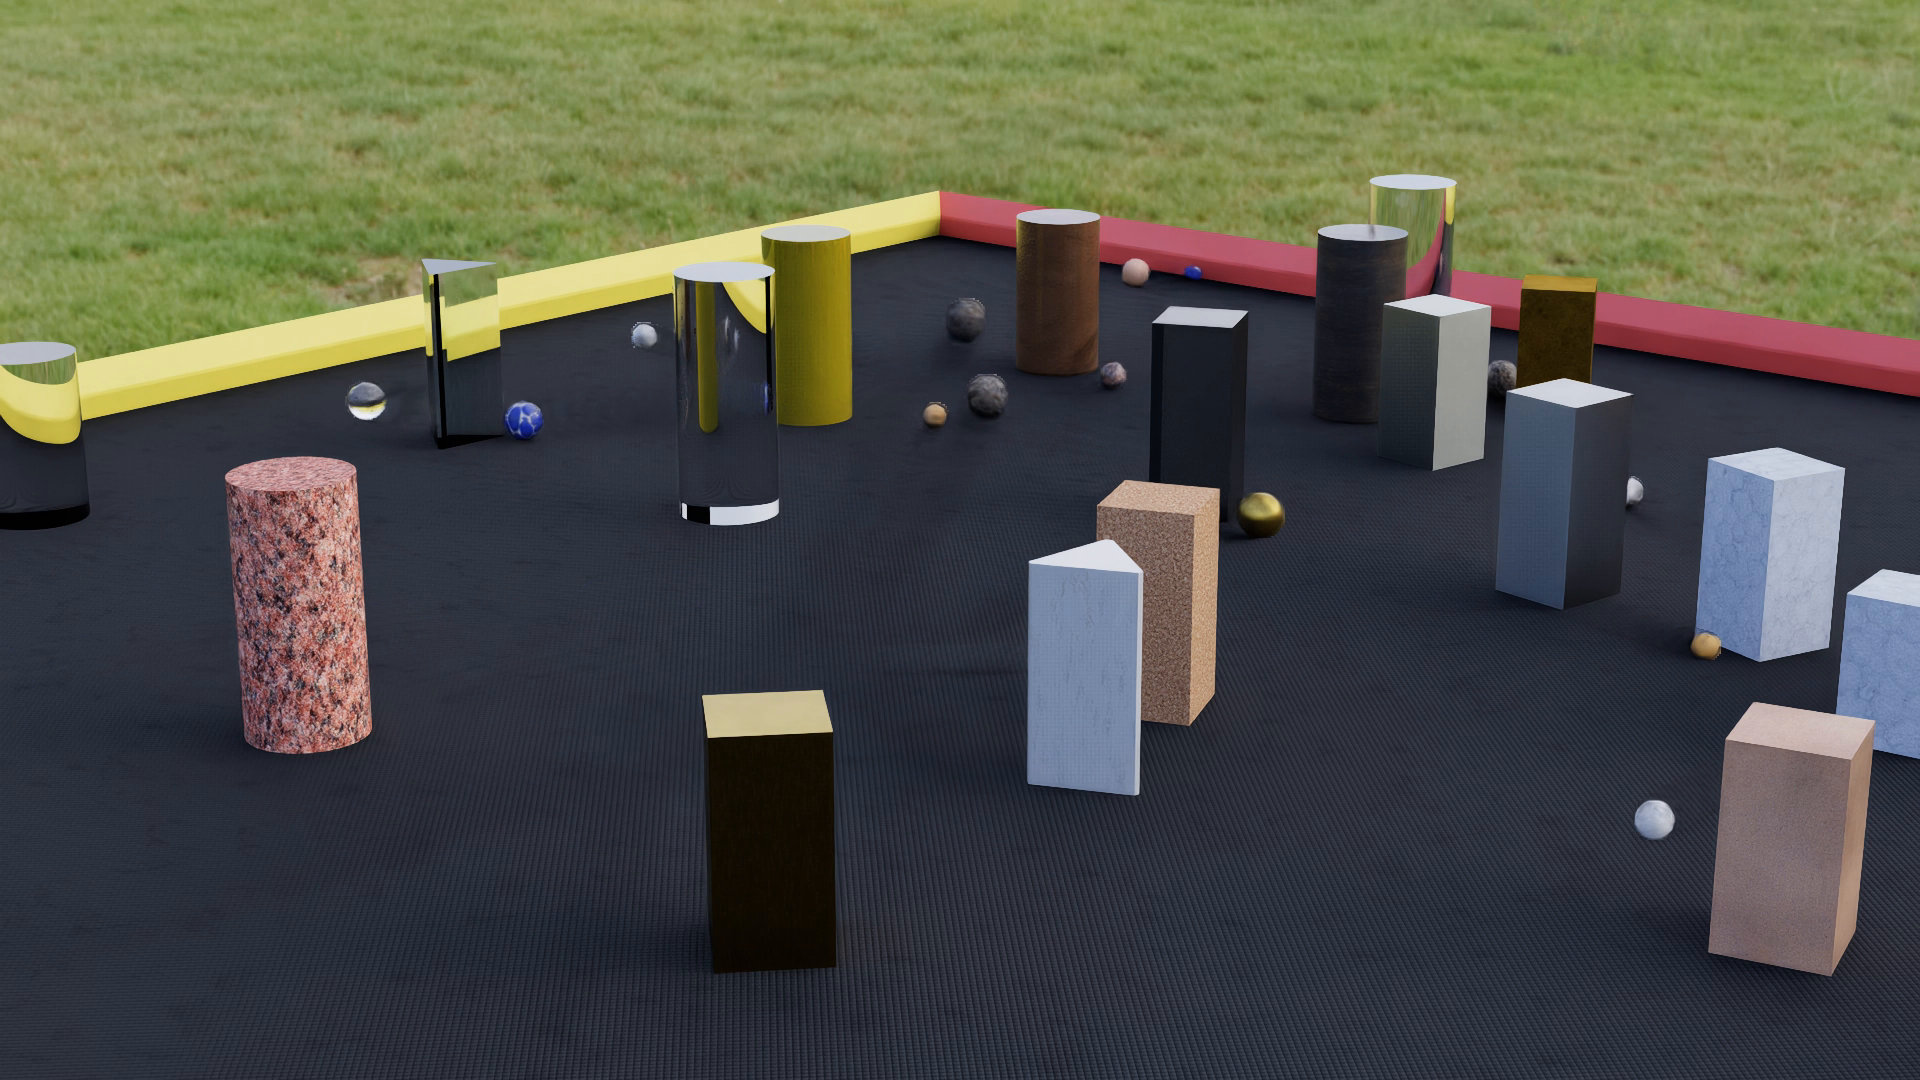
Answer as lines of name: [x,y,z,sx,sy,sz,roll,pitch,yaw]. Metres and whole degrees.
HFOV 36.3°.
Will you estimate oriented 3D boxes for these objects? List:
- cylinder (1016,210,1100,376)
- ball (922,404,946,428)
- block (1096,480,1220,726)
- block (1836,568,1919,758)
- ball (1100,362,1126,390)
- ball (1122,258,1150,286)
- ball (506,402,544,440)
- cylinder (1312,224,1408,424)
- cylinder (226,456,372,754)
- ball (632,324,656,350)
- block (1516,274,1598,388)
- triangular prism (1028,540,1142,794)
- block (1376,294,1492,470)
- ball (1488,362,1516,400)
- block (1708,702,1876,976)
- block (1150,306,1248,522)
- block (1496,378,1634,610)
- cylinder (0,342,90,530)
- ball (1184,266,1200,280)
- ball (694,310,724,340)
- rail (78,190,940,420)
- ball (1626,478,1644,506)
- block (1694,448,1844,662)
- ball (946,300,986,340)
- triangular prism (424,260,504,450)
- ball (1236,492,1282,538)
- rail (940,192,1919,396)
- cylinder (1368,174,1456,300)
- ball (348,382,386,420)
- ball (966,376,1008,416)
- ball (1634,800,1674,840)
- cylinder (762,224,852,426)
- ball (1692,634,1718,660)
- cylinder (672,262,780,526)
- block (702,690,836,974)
cylinder: [0.224,-0.567,6.712,0.191,0.351,0.191,0,17,0]
ball: [-0.054,-0.262,6.223,0.050,0.050,0.050,0,17,0]
block: [0.305,0.096,4.542,0.153,0.337,0.153,6,18,18]
block: [1.428,0.187,4.419,0.153,0.234,0.153,12,21,34]
ball: [0.342,-0.367,6.553,0.060,0.060,0.060,0,17,0]
ball: [0.456,-0.694,7.613,0.073,0.073,0.073,0,17,0]
ball: [-0.911,-0.251,6.133,0.080,0.080,0.080,0,17,0]
cylinder: [0.857,-0.463,6.288,0.191,0.397,0.191,0,17,0]
cylinder: [-0.994,0.097,4.416,0.191,0.408,0.191,0,17,0]
ball: [-0.747,-0.480,6.931,0.058,0.058,0.058,0,17,0]
block: [1.277,-0.407,6.284,0.153,0.292,0.153,4,17,13]
triangular prism: [0.197,0.180,4.264,0.165,0.336,0.143,5,18,16]
block: [0.963,-0.322,5.959,0.153,0.317,0.153,-13,21,-37]
ball: [1.194,-0.352,6.463,0.084,0.084,0.084,0,17,0]
block: [1.050,0.375,3.702,0.153,0.288,0.153,9,19,26]
block: [0.454,-0.241,5.586,0.153,0.377,0.153,5,17,16]
block: [1.048,-0.082,5.091,0.153,0.358,0.153,-13,21,-37]
cylinder: [-1.758,-0.198,5.547,0.191,0.319,0.191,0,17,0]
ball: [0.609,-0.701,7.690,0.041,0.041,0.041,0,17,0]
ball: [-0.601,-0.514,7.019,0.072,0.072,0.072,0,17,0]
rail: [-1.653,-0.384,6.495,0.045,0.124,4.918,14,22,39]
ball: [1.291,-0.094,5.659,0.053,0.053,0.053,0,17,0]
block: [1.334,0.022,4.837,0.153,0.307,0.153,-9,19,-27]
ball: [0.014,-0.525,7.016,0.095,0.095,0.095,0,17,0]
triangular prism: [-1.067,-0.394,6.111,0.143,0.368,0.165,16,23,43]
ball: [0.557,-0.047,5.449,0.086,0.086,0.086,0,17,0]
rail: [1.597,-0.501,6.881,4.426,0.124,0.045,14,22,39]
cylinder: [1.000,-0.571,6.539,0.191,0.459,0.191,0,17,0]
ball: [-1.272,-0.297,6.286,0.081,0.081,0.081,0,17,0]
ball: [0.059,-0.309,6.311,0.089,0.089,0.089,0,17,0]
ball: [0.963,0.387,4.065,0.055,0.055,0.055,0,17,0]
cylinder: [-0.327,-0.461,6.278,0.191,0.398,0.191,0,17,0]
ball: [1.217,0.174,4.790,0.044,0.044,0.044,0,17,0]
cylinder: [-0.442,-0.279,5.557,0.191,0.467,0.191,0,17,0]
block: [-0.240,0.365,3.689,0.153,0.314,0.153,-2,17,-7]
